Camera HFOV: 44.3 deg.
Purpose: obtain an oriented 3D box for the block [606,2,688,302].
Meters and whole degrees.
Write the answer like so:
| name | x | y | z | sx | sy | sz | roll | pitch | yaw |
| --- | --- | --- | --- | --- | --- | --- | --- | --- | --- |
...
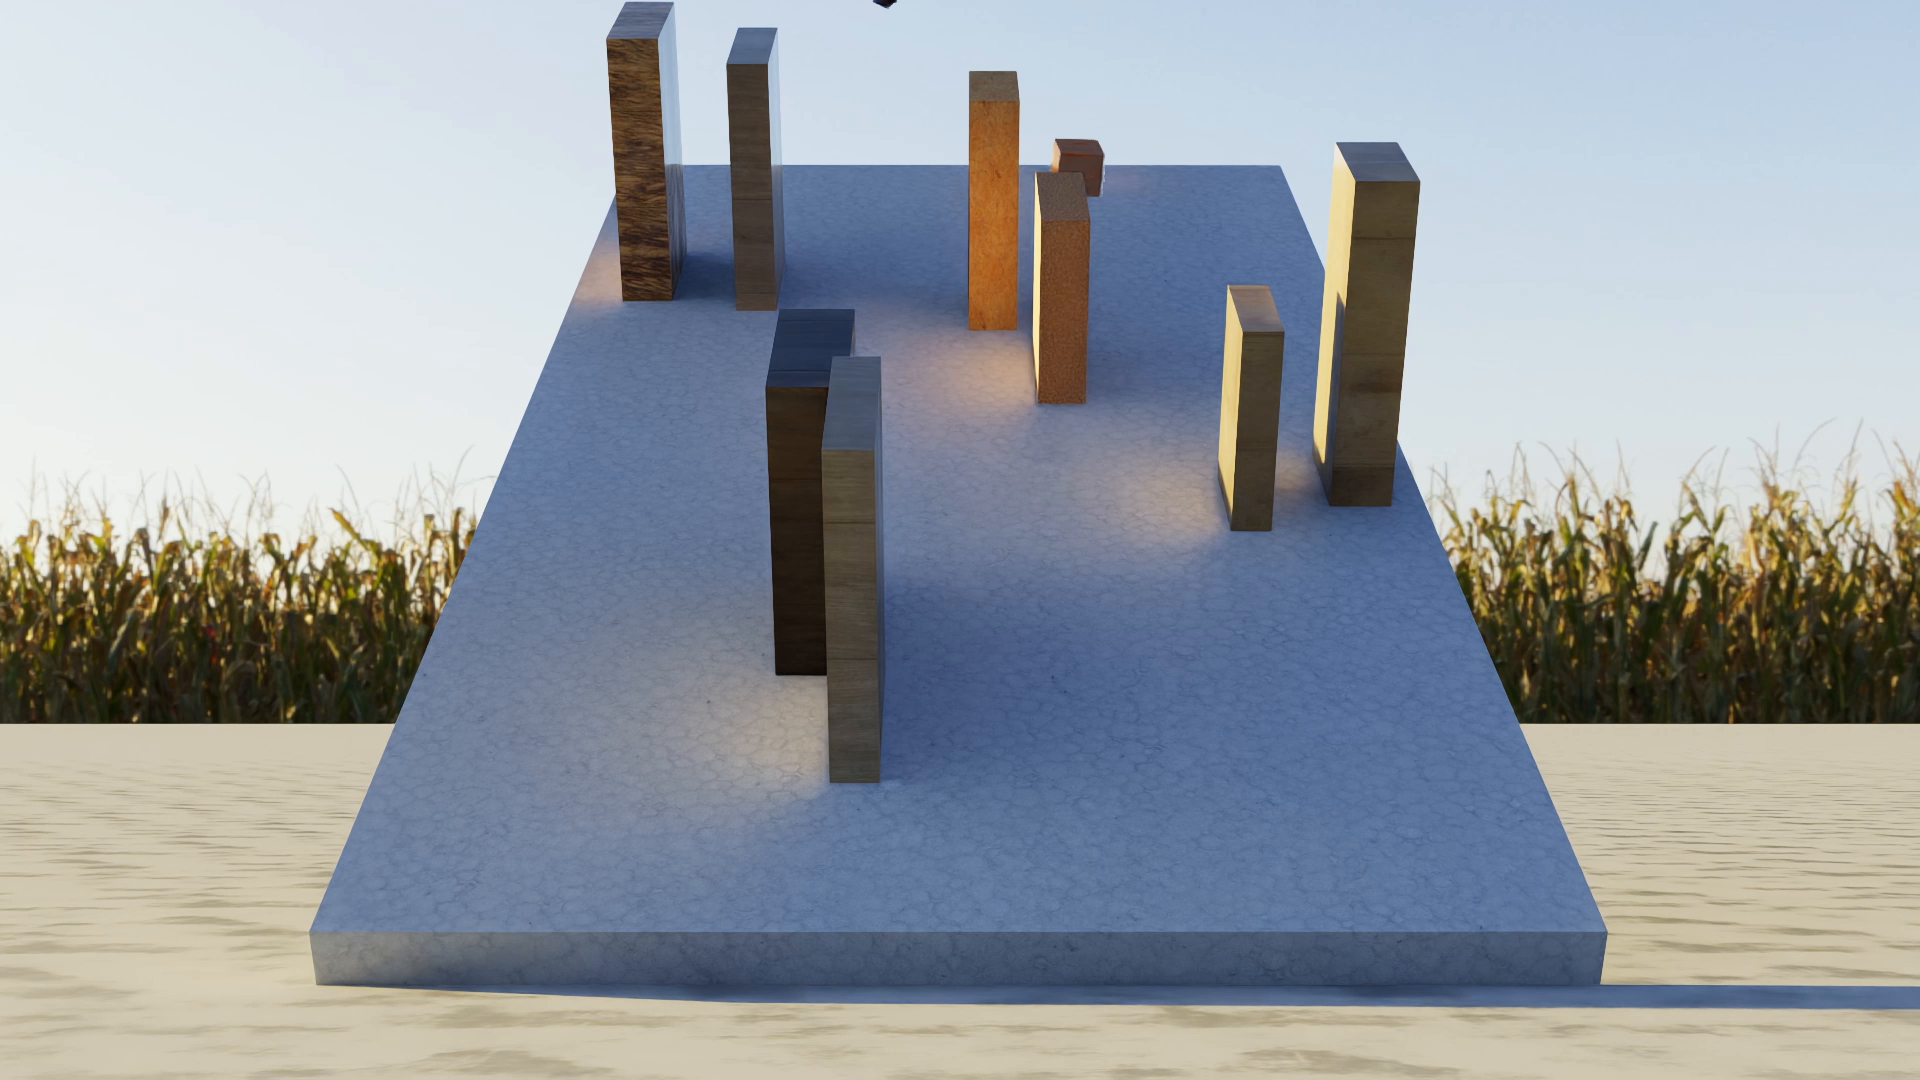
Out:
| name | x | y | z | sx | sy | sz | roll | pitch | yaw |
| --- | --- | --- | --- | --- | --- | --- | --- | --- | --- |
| block | -0.814 | -1.017 | 6.159 | 0.128 | 0.689 | 0.393 | 0 | 26 | 0 |

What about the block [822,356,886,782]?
| name | x | y | z | sx | sy | sz | roll | pitch | yaw |
| --- | --- | --- | --- | --- | --- | --- | --- | --- | --- |
| block | -0.180 | 0.047 | 4.059 | 0.085 | 0.620 | 0.403 | 0 | 26 | 0 |

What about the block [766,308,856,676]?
| name | x | y | z | sx | sy | sz | roll | pitch | yaw |
| --- | --- | --- | --- | --- | --- | --- | --- | --- | --- |
| block | -0.269 | -0.093 | 4.398 | 0.142 | 0.574 | 0.389 | 0 | 26 | 0 |

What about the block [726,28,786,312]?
| name | x | y | z | sx | sy | sz | roll | pitch | yaw |
| --- | --- | --- | --- | --- | --- | --- | --- | --- | --- |
| block | -0.525 | -0.961 | 6.095 | 0.103 | 0.645 | 0.371 | 0 | 26 | 0 |

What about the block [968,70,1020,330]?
| name | x | y | z | sx | sy | sz | roll | pitch | yaw |
| --- | --- | --- | --- | --- | --- | --- | --- | --- | --- |
| block | 0.083 | -0.856 | 5.946 | 0.121 | 0.591 | 0.280 | 0 | 26 | 0 |

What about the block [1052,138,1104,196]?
| name | x | y | z | sx | sy | sz | roll | pitch | yaw |
| --- | --- | --- | --- | --- | --- | --- | --- | --- | --- |
| block | 0.345 | -1.098 | 6.951 | 0.130 | 0.130 | 0.130 | 1 | 29 | -7 |

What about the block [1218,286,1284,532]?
| name | x | y | z | sx | sy | sz | roll | pitch | yaw |
| --- | --- | --- | --- | --- | --- | --- | --- | --- | --- |
| block | 0.606 | -0.277 | 4.930 | 0.084 | 0.443 | 0.273 | 0 | 26 | 0 |

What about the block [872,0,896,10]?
| name | x | y | z | sx | sy | sz | roll | pitch | yaw |
| --- | --- | --- | --- | --- | --- | --- | --- | --- | --- |
| block | -0.235 | -1.740 | 7.117 | 0.159 | 0.159 | 0.159 | 19 | -38 | -39 |

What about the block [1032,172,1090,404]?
| name | x | y | z | sx | sy | sz | roll | pitch | yaw |
| --- | --- | --- | --- | --- | --- | --- | --- | --- | --- |
| block | 0.238 | -0.601 | 5.585 | 0.112 | 0.448 | 0.363 | 0 | 26 | 0 |

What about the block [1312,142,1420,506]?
| name | x | y | z | sx | sy | sz | roll | pitch | yaw |
| --- | --- | --- | --- | --- | --- | --- | --- | --- | --- |
| block | 0.853 | -0.454 | 4.980 | 0.131 | 0.717 | 0.274 | 0 | 26 | 0 |

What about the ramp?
| name | x | y | z | sx | sy | sz | roll | pitch | yaw |
| --- | --- | --- | --- | --- | --- | --- | --- | --- | --- |
| ramp | -0.010 | -0.229 | 5.446 | 2.000 | 0.100 | 4.000 | 0 | 26 | 0 |
